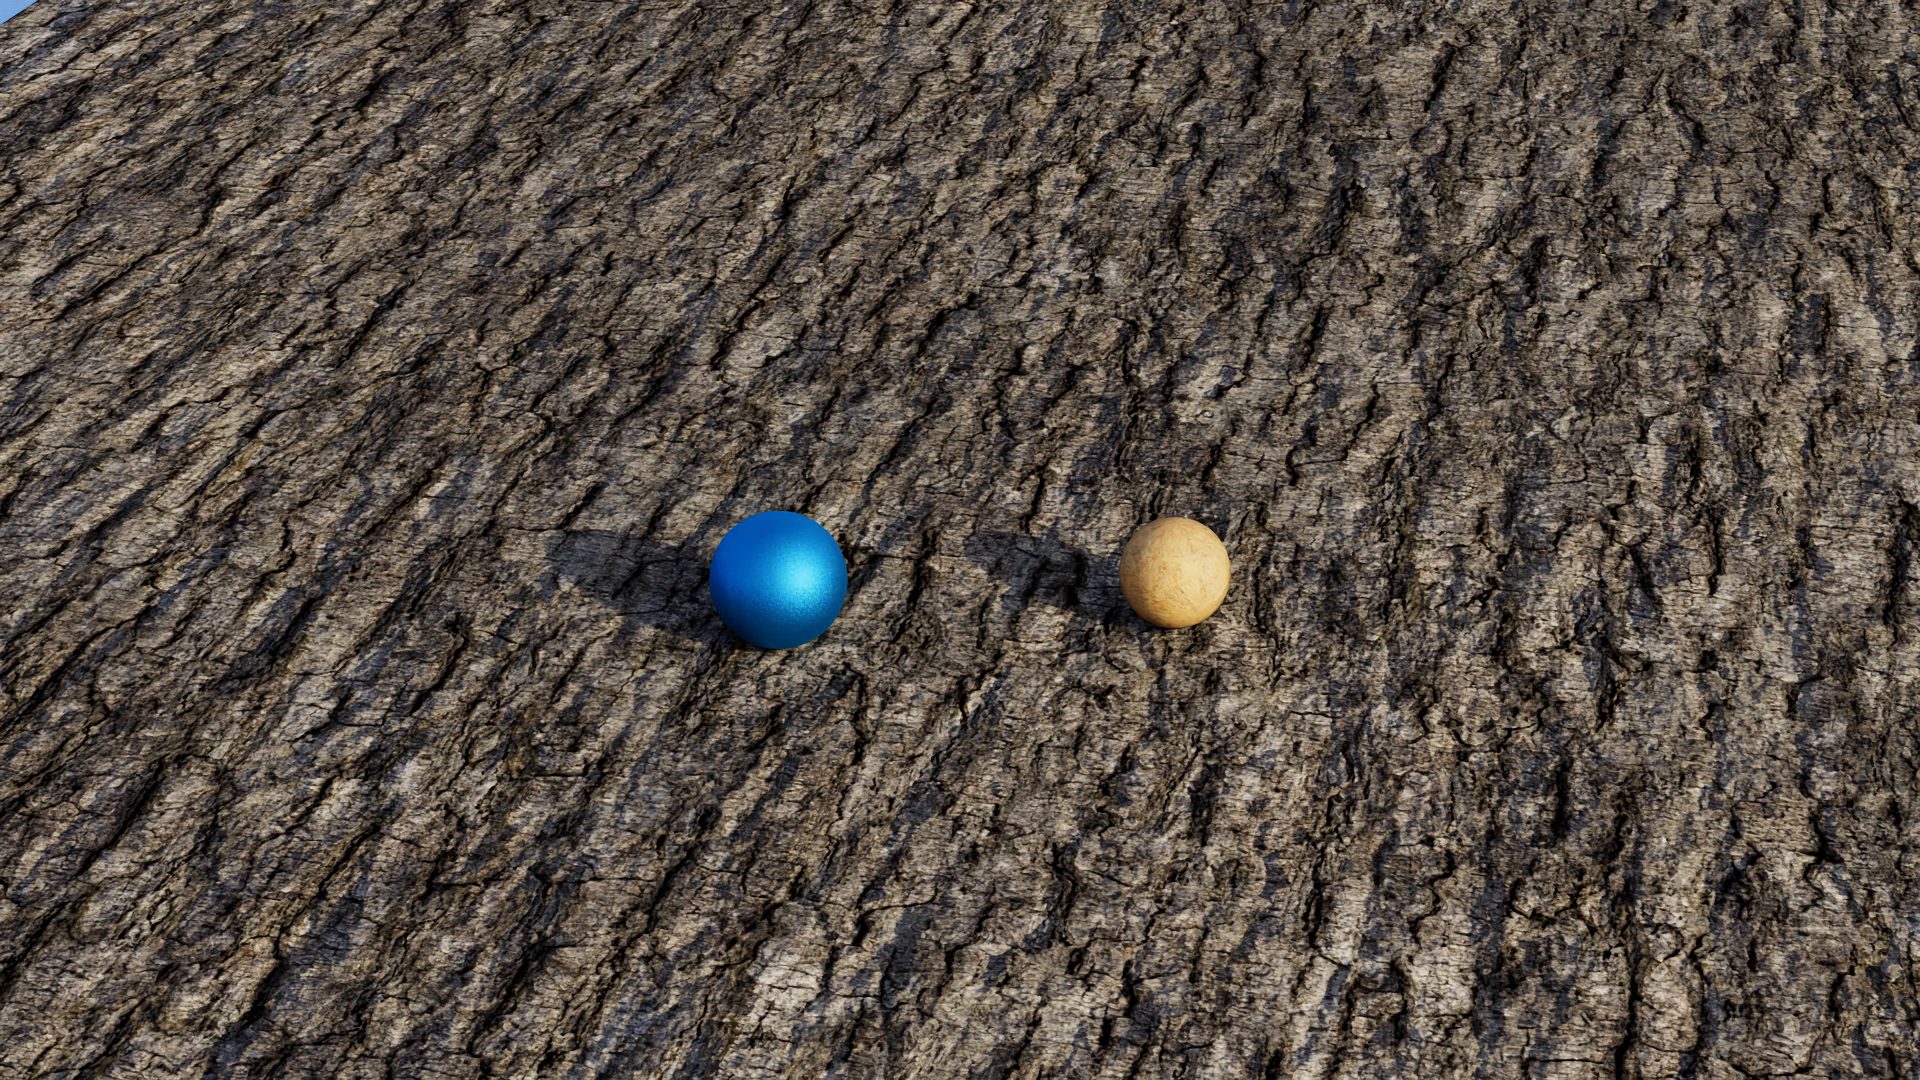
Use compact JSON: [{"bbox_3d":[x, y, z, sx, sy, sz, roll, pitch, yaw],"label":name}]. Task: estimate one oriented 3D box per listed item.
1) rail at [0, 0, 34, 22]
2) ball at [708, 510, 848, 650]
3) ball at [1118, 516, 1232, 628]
[{"bbox_3d":[-0.725,-0.594,2.648,0.045,0.101,3.847,7,30,12],"label":"rail"},{"bbox_3d":[-0.099,0.022,1.596,0.075,0.075,0.075,0,30,0],"label":"ball"},{"bbox_3d":[0.118,0.018,1.616,0.062,0.062,0.062,0,30,0],"label":"ball"}]
